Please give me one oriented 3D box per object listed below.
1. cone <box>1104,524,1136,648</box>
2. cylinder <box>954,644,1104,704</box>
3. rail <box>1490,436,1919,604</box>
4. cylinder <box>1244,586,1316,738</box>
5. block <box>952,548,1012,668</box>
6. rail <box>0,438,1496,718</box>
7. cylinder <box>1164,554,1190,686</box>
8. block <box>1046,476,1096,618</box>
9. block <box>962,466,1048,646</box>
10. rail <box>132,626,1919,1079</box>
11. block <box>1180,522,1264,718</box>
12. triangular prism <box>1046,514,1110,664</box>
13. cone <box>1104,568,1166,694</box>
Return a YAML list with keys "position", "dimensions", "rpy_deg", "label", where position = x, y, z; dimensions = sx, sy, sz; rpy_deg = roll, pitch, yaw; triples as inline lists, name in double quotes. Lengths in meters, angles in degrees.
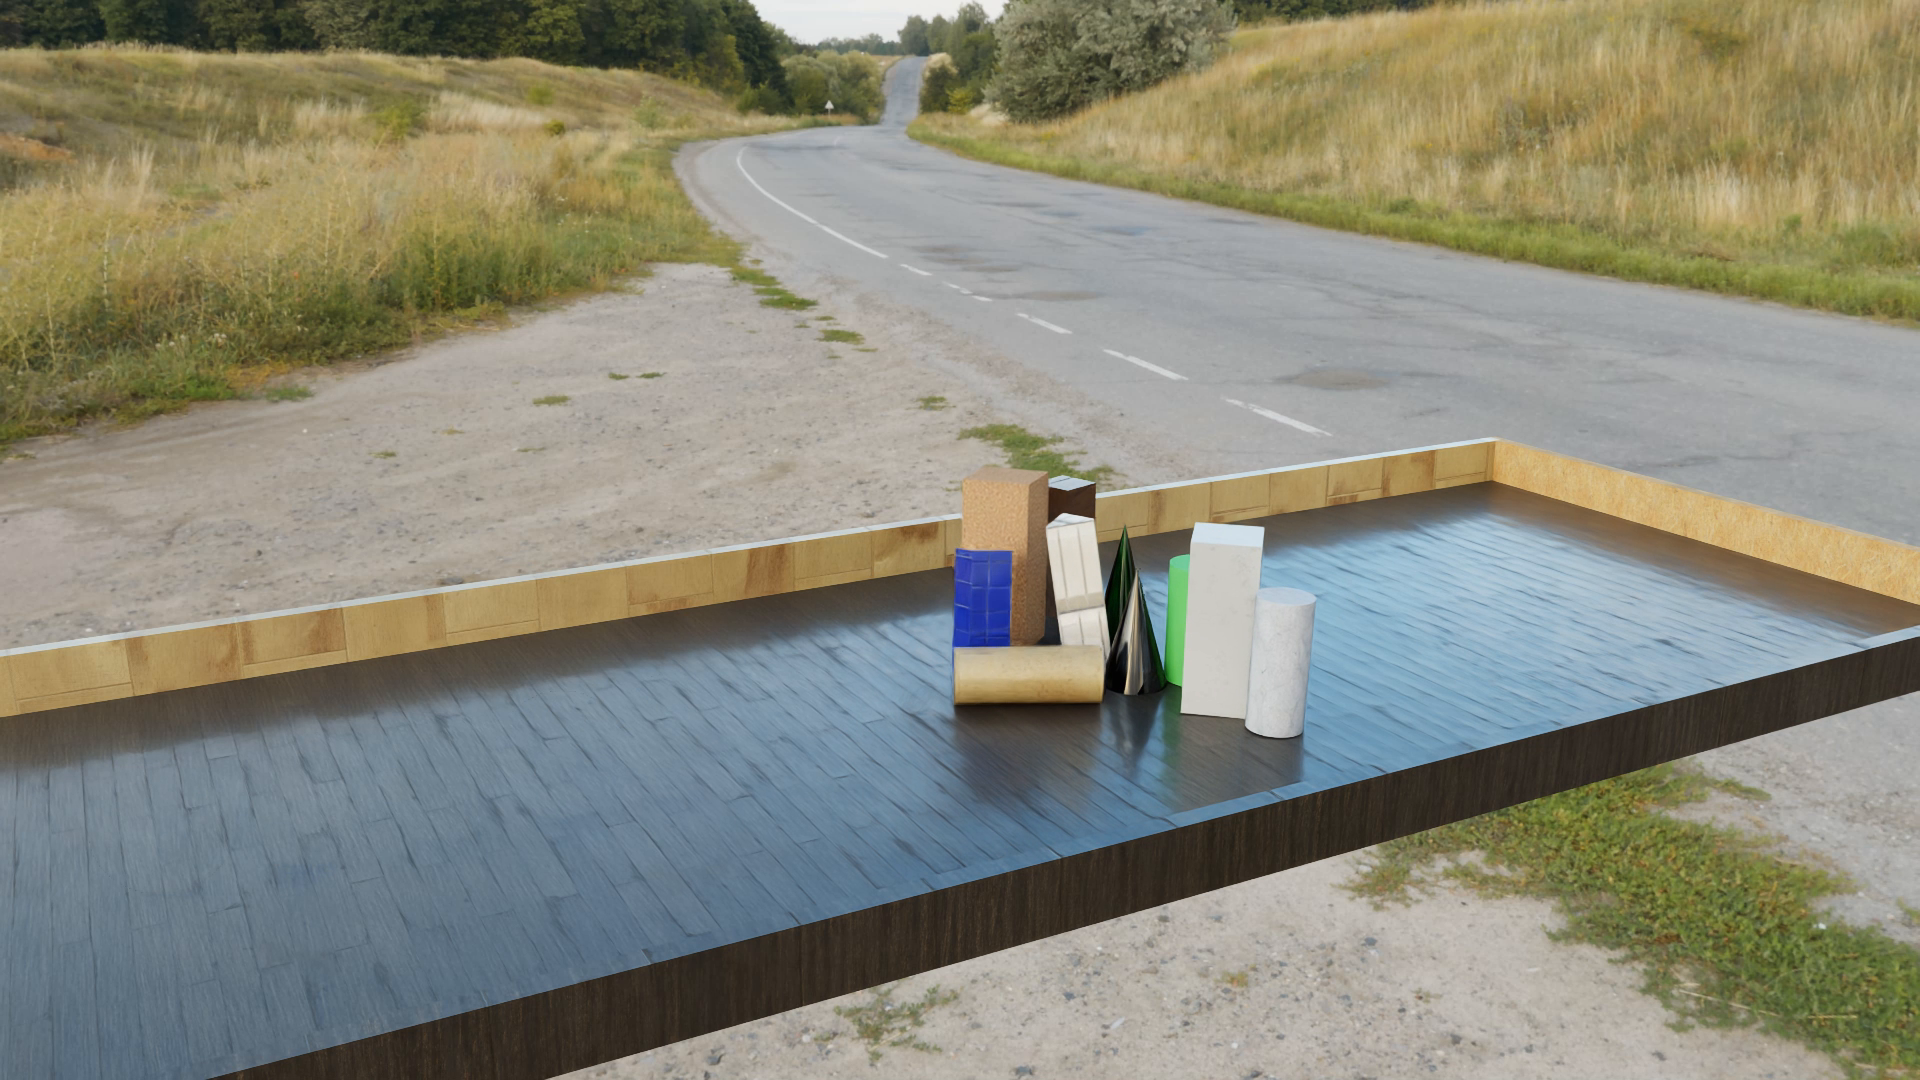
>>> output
- position: [0.429, 0.122, 4.329]
  dimensions: [0.168, 0.345, 0.168]
  rpy_deg: [0, 16, 0]
  label: "cone"
- position: [0.163, 0.326, 4.001]
  dimensions: [0.355, 0.139, 0.139]
  rpy_deg: [-1, 16, -2]
  label: "cylinder"
- position: [2.466, -0.048, 5.253]
  dimensions: [0.050, 0.150, 2.100]
  rpy_deg: [-9, 18, -27]
  label: "rail"
- position: [0.741, 0.282, 3.817]
  dimensions: [0.136, 0.321, 0.136]
  rpy_deg: [2, 16, -1]
  label: "cylinder"
- position: [0.056, 0.176, 4.172]
  dimensions: [0.111, 0.304, 0.111]
  rpy_deg: [0, 4, -22]
  label: "block"
- position: [-3.305, 0.497, 3.399]
  dimensions: [12.000, 0.150, 0.050]
  rpy_deg: [-9, 18, -27]
  label: "rail"
- position: [0.592, 0.202, 4.127]
  dimensions: [0.150, 0.302, 0.150]
  rpy_deg: [1, 17, 0]
  label: "cylinder"
- position: [0.291, 0.021, 4.617]
  dimensions: [0.121, 0.375, 0.121]
  rpy_deg: [15, 22, 42]
  label: "block"
- position: [0.119, 0.051, 4.364]
  dimensions: [0.178, 0.454, 0.178]
  rpy_deg: [6, 15, 19]
  label: "block"
- position: [-2.336, 1.006, 1.665]
  dimensions: [12.000, 0.150, 0.050]
  rpy_deg: [-9, 18, -27]
  label: "rail"
- position: [0.627, 0.191, 3.937]
  dimensions: [0.163, 0.428, 0.163]
  rpy_deg: [4, 17, 11]
  label: "block"
- position: [0.297, 0.128, 4.218]
  dimensions: [0.122, 0.384, 0.106]
  rpy_deg: [-10, 15, -4]
  label: "triangular prism"
- position: [0.436, 0.213, 4.095]
  dimensions: [0.167, 0.301, 0.167]
  rpy_deg: [0, 16, 0]
  label: "cone"
